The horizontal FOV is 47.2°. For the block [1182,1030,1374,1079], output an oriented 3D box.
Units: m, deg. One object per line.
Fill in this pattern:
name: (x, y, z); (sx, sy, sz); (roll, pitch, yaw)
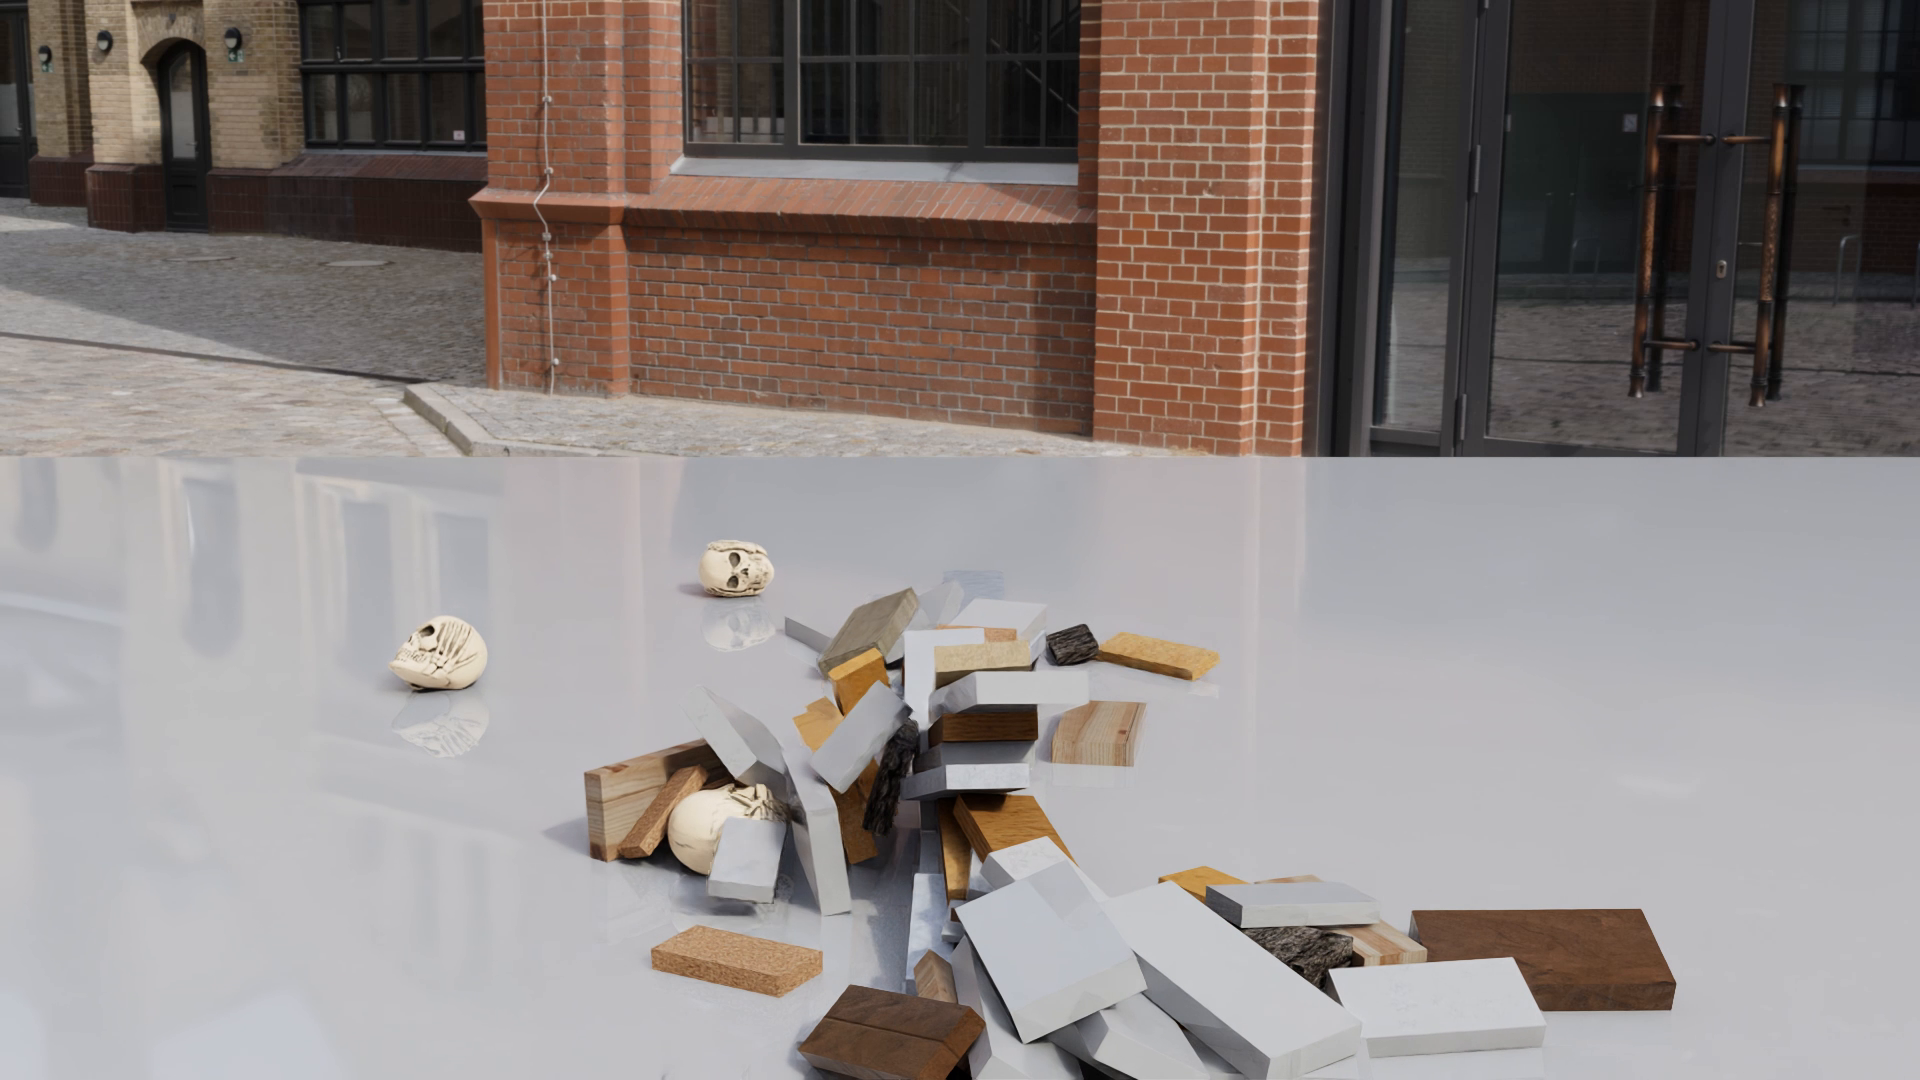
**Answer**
block: (0.408, 0.705, 2.941); (0.274, 0.039, 0.137); (1, 11, 6)

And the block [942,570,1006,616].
block: (0.034, 0.191, 5.574); (0.165, 0.047, 1.137); (0, 8, 0)

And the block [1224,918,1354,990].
block: (0.379, 0.591, 3.224); (0.347, 0.049, 0.174); (7, 9, 32)

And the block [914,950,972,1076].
block: (0.009, 0.657, 2.998); (0.133, 0.038, 0.266); (38, 5, -10)

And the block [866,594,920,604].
block: (-0.156, 0.175, 5.644); (0.153, 0.043, 0.365); (1, 3, -5)

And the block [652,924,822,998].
block: (-0.338, 0.636, 3.330); (0.233, 0.033, 0.117); (6, 12, 29)

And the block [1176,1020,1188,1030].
block: (0.341, 0.662, 3.114); (0.165, 0.023, 0.082); (-17, 14, -19)

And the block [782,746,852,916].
block: (-0.245, 0.487, 3.721); (0.051, 0.179, 0.358); (-10, 12, -9)

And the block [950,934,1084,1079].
block: (0.076, 0.651, 2.920); (0.152, 0.043, 0.496); (33, 4, -7)

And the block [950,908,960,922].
block: (0.056, 0.554, 3.223); (0.070, 0.020, 0.140); (8, -8, -36)

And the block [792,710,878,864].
block: (-0.228, 0.440, 3.968); (0.051, 0.179, 0.358); (-19, 14, -8)

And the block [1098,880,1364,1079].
block: (0.348, 0.600, 3.007); (0.174, 0.049, 0.384); (-10, 29, -37)

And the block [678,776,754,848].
block: (-0.440, 0.486, 3.977); (0.026, 0.092, 0.184); (6, 12, 31)

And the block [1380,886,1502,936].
block: (0.606, 0.618, 3.385); (0.512, 0.049, 0.174); (-4, 11, -23)

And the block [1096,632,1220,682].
block: (0.466, 0.275, 5.215); (0.298, 0.029, 0.104); (10, 30, 44)

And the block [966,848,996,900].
block: (0.049, 0.508, 3.337); (0.070, 0.020, 0.140); (15, 23, -3)

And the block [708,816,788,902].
block: (-0.347, 0.522, 3.608); (0.103, 0.029, 0.207); (7, 22, 0)

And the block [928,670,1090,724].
block: (0.071, 0.250, 3.468); (0.174, 0.049, 0.348); (0, -10, -13)

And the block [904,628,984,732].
block: (-0.026, 0.272, 4.122); (0.153, 0.043, 0.307); (-3, 32, 0)

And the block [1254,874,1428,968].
block: (0.575, 0.584, 3.352); (0.104, 0.029, 0.350); (-4, 11, -19)

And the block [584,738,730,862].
block: (-0.536, 0.460, 3.942); (0.043, 0.153, 0.307); (3, 10, 40)

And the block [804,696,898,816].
block: (-0.208, 0.414, 4.167); (0.045, 0.160, 0.319); (-26, 16, -11)

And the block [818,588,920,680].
block: (-0.213, 0.218, 5.194); (0.160, 0.045, 0.320); (-21, 15, 21)

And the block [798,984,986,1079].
block: (-0.093, 0.650, 2.876); (0.117, 0.033, 0.319); (-49, 20, -25)

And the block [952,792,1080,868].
block: (0.095, 0.476, 3.364); (0.130, 0.037, 0.260); (5, 25, -24)

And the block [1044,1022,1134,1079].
block: (0.154, 0.641, 3.038); (0.152, 0.043, 0.304); (33, 4, -10)

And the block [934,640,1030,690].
block: (0.034, 0.247, 3.680); (0.153, 0.043, 0.307); (-4, -23, -3)

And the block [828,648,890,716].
block: (-0.184, 0.309, 4.246); (0.103, 0.207, 0.029); (-27, 46, -16)

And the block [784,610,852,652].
block: (-0.292, 0.235, 5.453); (0.165, 0.047, 0.330); (-6, 12, -28)

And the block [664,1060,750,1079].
block: (-0.346, 0.729, 2.845); (0.098, 0.028, 0.196); (2, 11, 10)

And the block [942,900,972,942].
block: (0.002, 0.571, 3.296); (0.046, 0.013, 0.092); (3, 25, 8)

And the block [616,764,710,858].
block: (-0.519, 0.476, 3.849); (0.092, 0.026, 0.184); (-18, 31, 55)
